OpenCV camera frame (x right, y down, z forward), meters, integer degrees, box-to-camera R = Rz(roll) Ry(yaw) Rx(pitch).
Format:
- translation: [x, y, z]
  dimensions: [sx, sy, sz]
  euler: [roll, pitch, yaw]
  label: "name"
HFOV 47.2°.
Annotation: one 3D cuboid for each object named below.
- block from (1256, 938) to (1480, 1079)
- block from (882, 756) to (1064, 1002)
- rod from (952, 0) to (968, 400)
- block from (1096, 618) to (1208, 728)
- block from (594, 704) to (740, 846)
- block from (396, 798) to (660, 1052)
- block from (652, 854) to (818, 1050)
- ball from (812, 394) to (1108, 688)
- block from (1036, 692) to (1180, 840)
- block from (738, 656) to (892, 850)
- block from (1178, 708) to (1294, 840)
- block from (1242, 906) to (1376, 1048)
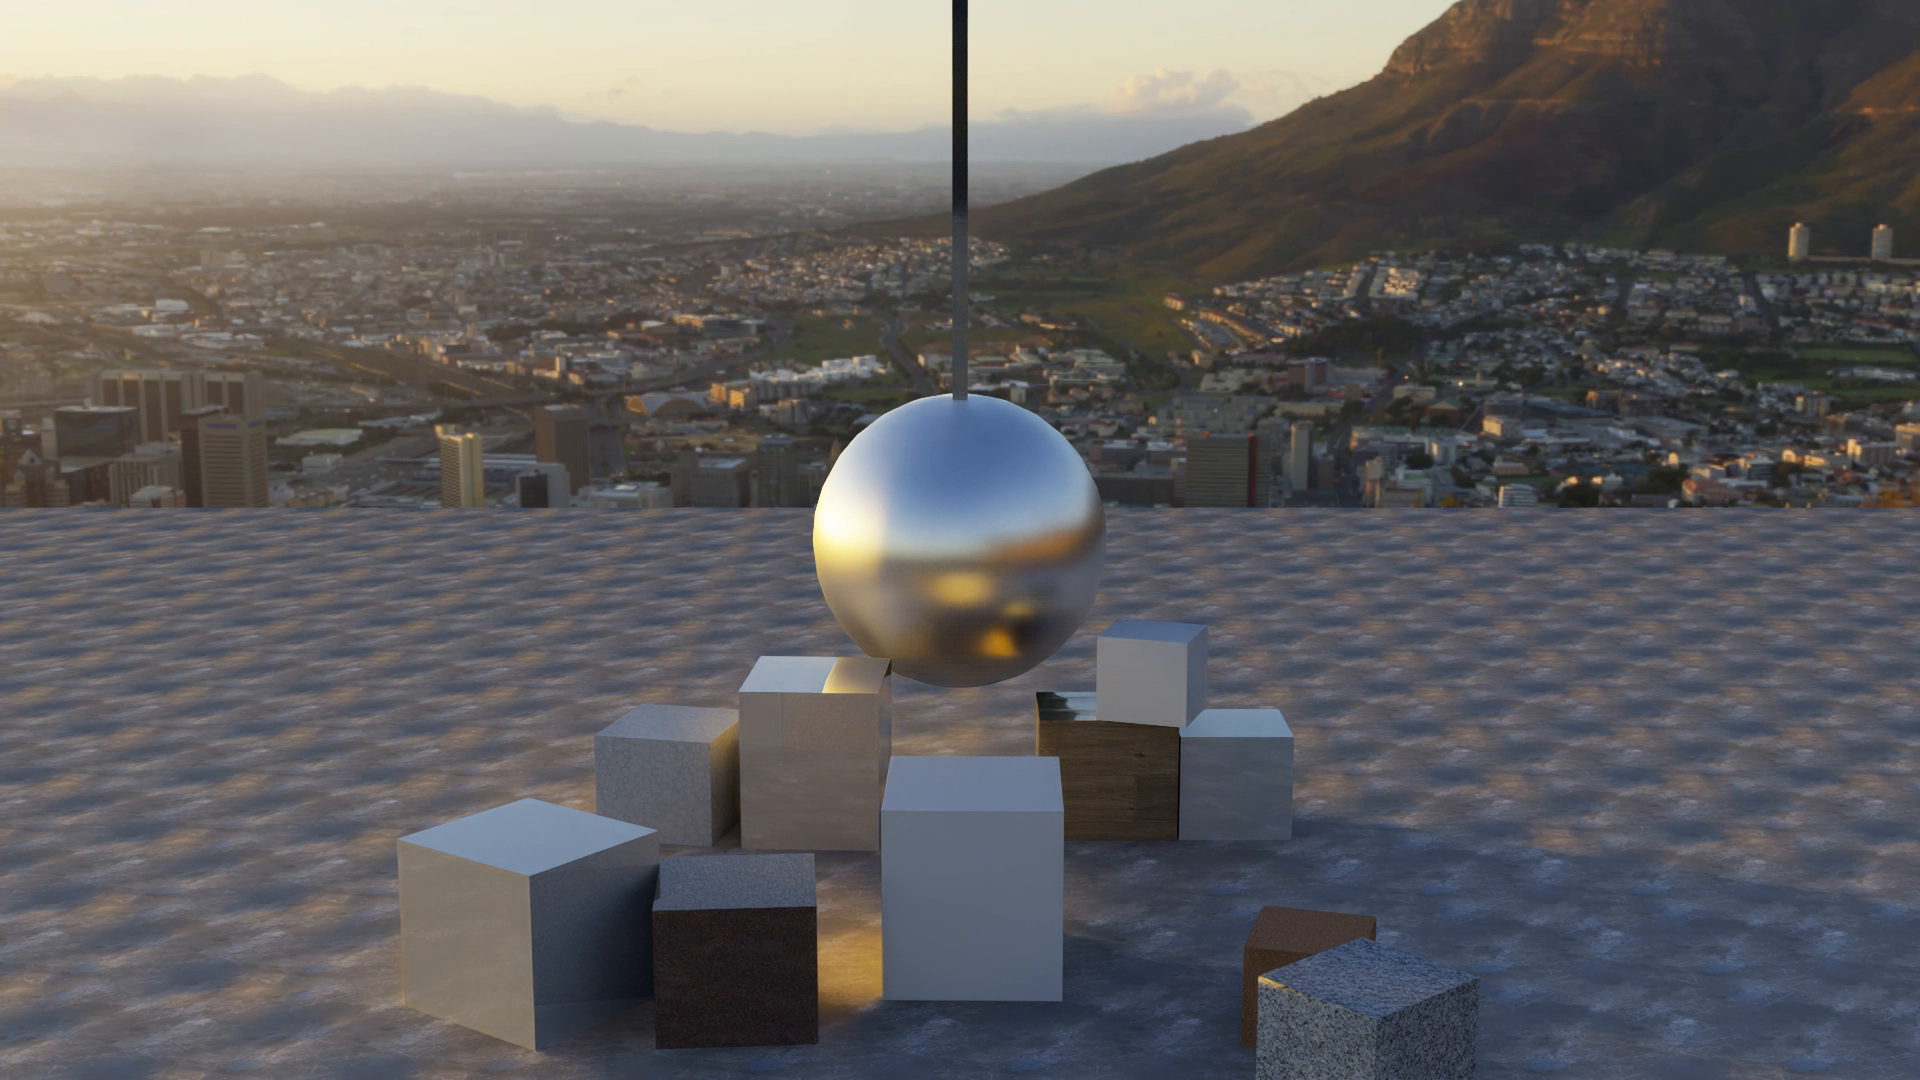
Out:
- translation: [1.469, 1.835, 7.943]
  dimensions: [0.587, 0.547, 0.533]
  euler: [-9, 14, -40]
  label: "block"
- translation: [0.058, 1.431, 9.416]
  dimensions: [0.744, 0.815, 0.807]
  euler: [0, 10, 1]
  label: "block"
- translation: [0.000, -3.237, 10.931]
  dimensions: [0.080, 5.200, 0.080]
  euler: [0, 18, 0]
  label: "rod"
- translation: [0.977, 0.670, 11.156]
  dimensions: [0.463, 0.431, 0.440]
  euler: [4, 11, 19]
  label: "block"
- translation: [-1.473, 1.209, 11.403]
  dimensions: [0.618, 0.541, 0.657]
  euler: [2, 11, 13]
  label: "block"
- translation: [-1.759, 1.553, 9.028]
  dimensions: [0.776, 0.715, 0.710]
  euler: [8, 13, 36]
  label: "block"
- translation: [-0.900, 1.651, 8.896]
  dimensions: [0.636, 0.569, 0.650]
  euler: [-1, 10, -5]
  label: "block"
- translation: [0.000, 0.003, 11.963]
  dimensions: [1.600, 1.600, 1.600]
  euler: [0, 10, 0]
  label: "ball"
- translation: [0.752, 1.166, 11.396]
  dimensions: [0.701, 0.630, 0.582]
  euler: [0, 10, 0]
  label: "block"
- translation: [-0.731, 1.086, 11.326]
  dimensions: [0.694, 0.811, 0.764]
  euler: [1, 10, 3]
  label: "block"
- translation: [1.398, 1.209, 11.405]
  dimensions: [0.571, 0.540, 0.557]
  euler: [0, 10, 0]
  label: "block"
- translation: [1.393, 1.755, 8.756]
  dimensions: [0.455, 0.414, 0.489]
  euler: [3, 11, 17]
  label: "block"
